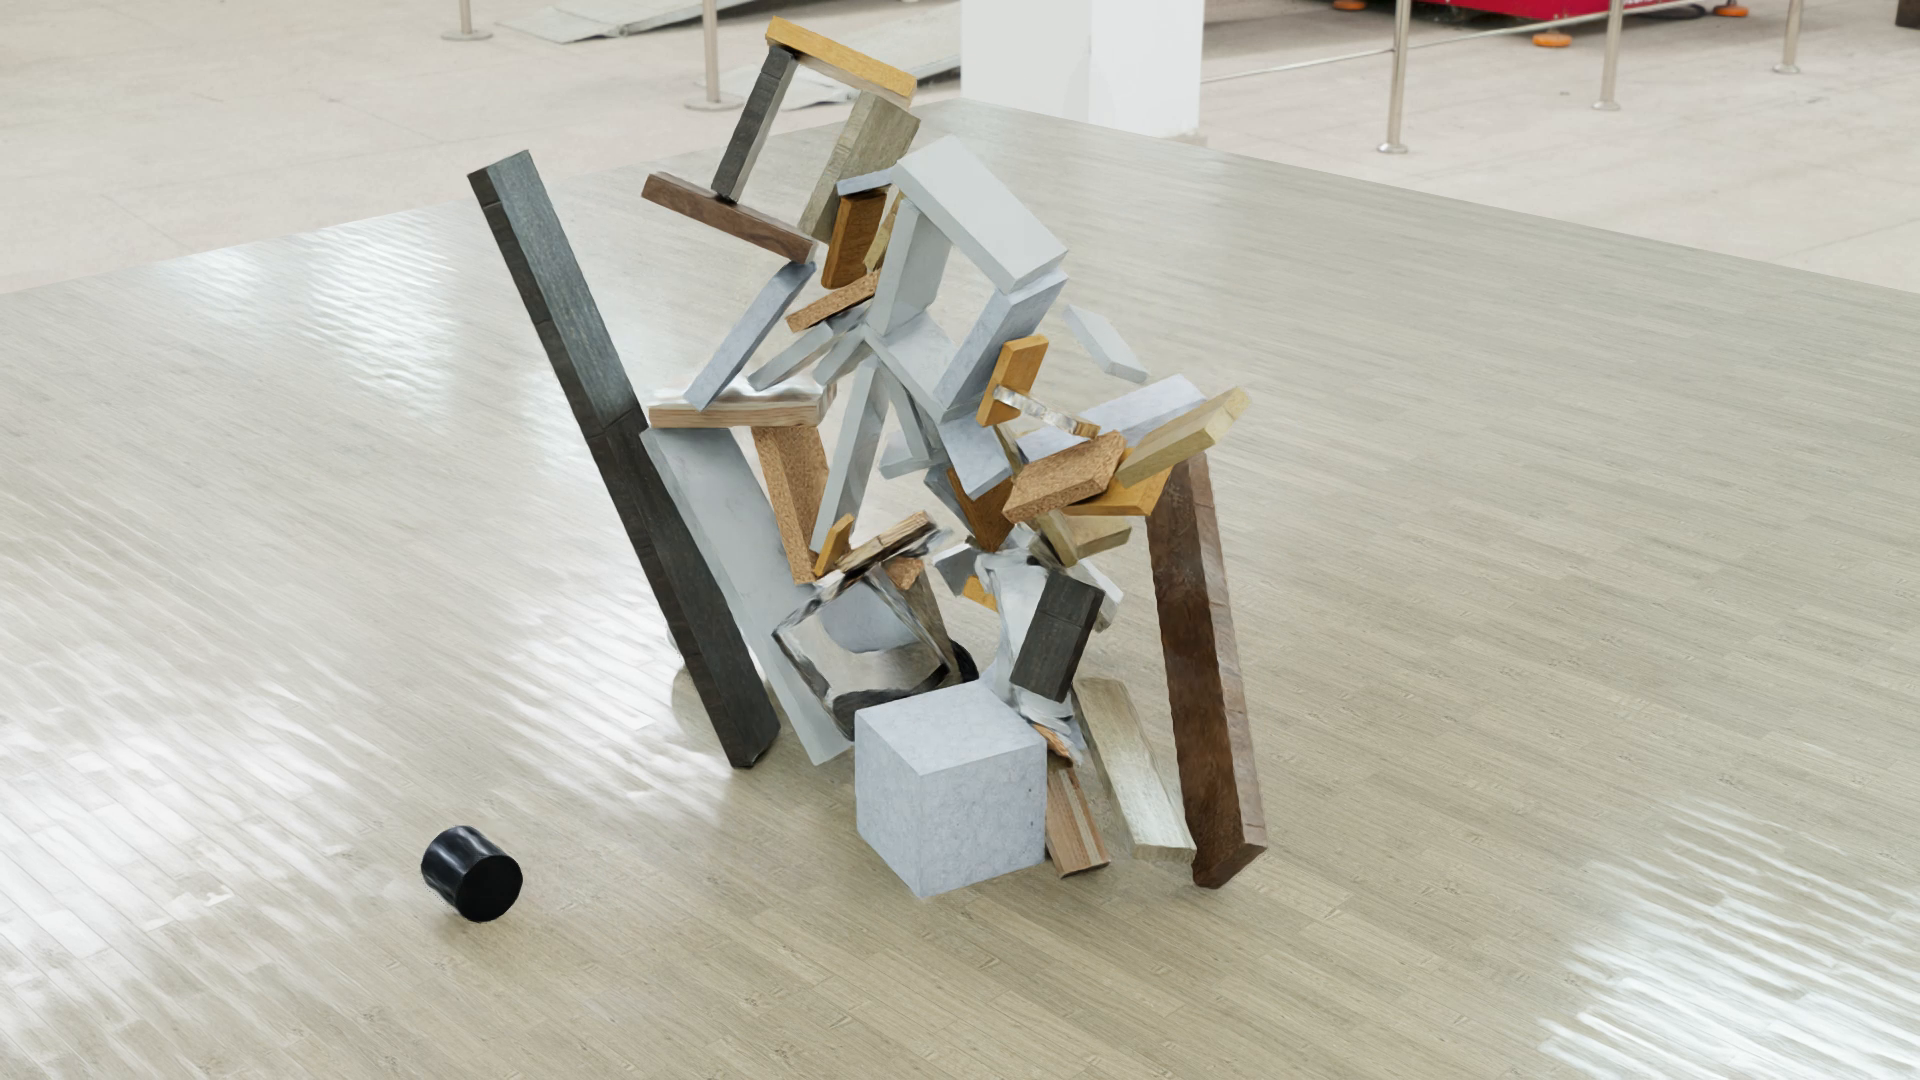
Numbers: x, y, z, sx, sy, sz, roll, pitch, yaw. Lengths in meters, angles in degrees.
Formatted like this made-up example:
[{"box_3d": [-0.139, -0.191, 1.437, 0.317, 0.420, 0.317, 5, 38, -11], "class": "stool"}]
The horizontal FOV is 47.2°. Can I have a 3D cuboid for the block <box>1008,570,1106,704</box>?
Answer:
[{"box_3d": [0.189, 0.188, 4.284, 0.117, 0.234, 0.033, 21, 1, 38], "class": "block"}]

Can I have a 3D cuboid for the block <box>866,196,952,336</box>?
[{"box_3d": [-0.078, -0.530, 4.069, 0.043, 0.306, 0.153, 38, 50, 16], "class": "block"}]

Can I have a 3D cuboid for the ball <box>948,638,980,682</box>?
[{"box_3d": [-0.061, 0.310, 4.755, 0.206, 0.206, 0.206, 0, 23, 0], "class": "ball"}]

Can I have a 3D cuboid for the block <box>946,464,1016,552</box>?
[{"box_3d": [0.054, -0.097, 4.493, 0.034, 0.239, 0.120, 18, 59, 35], "class": "block"}]

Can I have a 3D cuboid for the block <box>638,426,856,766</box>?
[{"box_3d": [-0.407, 0.086, 4.567, 0.176, 0.773, 0.050, -28, 0, -40], "class": "block"}]

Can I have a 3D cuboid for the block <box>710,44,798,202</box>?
[{"box_3d": [-0.396, -0.799, 4.237, 0.042, 0.294, 0.147, 24, 4, -2], "class": "block"}]

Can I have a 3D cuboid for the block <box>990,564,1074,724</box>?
[{"box_3d": [0.144, 0.207, 4.392, 0.101, 0.324, 0.029, -4, -22, -20], "class": "block"}]

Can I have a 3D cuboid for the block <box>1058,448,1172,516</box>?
[{"box_3d": [0.278, -0.106, 3.967, 0.035, 0.122, 0.244, 35, -18, -30], "class": "block"}]

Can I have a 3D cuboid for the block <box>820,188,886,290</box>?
[{"box_3d": [-0.205, -0.578, 4.233, 0.027, 0.192, 0.096, 38, 39, 28], "class": "block"}]

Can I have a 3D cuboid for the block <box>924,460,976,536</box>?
[{"box_3d": [0.022, -0.102, 4.560, 0.034, 0.239, 0.120, -1, 56, 39], "class": "block"}]

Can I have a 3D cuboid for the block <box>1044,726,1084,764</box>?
[{"box_3d": [0.197, 0.389, 4.194, 0.014, 0.050, 0.099, -41, 33, -10], "class": "block"}]

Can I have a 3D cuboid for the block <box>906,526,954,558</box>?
[{"box_3d": [-0.062, 0.007, 4.555, 0.066, 0.019, 0.131, -41, 6, -20], "class": "block"}]

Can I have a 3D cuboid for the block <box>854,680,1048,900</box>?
[{"box_3d": [-0.020, 0.479, 4.267, 0.273, 0.273, 0.273, -12, 28, -26], "class": "block"}]

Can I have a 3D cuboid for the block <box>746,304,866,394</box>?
[{"box_3d": [-0.302, -0.380, 4.386, 0.254, 0.036, 0.127, -31, 0, 39], "class": "block"}]

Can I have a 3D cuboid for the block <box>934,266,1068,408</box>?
[{"box_3d": [0.072, -0.373, 4.012, 0.153, 0.306, 0.043, -30, 73, -39], "class": "block"}]

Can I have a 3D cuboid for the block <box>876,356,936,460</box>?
[{"box_3d": [-0.089, -0.297, 4.325, 0.037, 0.258, 0.129, 2, 44, 25], "class": "block"}]

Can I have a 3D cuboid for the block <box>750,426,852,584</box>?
[{"box_3d": [-0.329, -0.100, 4.593, 0.050, 0.352, 0.176, -11, 9, 27], "class": "block"}]

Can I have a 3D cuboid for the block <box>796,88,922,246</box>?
[{"box_3d": [-0.194, -0.704, 4.232, 0.042, 0.294, 0.147, 31, 8, 35], "class": "block"}]

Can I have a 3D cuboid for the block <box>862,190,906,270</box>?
[{"box_3d": [-0.108, -0.600, 4.165, 0.027, 0.192, 0.096, 44, 38, 16], "class": "block"}]

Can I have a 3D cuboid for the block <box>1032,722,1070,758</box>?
[{"box_3d": [0.172, 0.380, 4.179, 0.014, 0.050, 0.099, -40, 18, -9], "class": "block"}]

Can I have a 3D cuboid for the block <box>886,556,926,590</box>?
[{"box_3d": [-0.119, 0.068, 4.536, 0.066, 0.019, 0.131, -55, 19, -10], "class": "block"}]

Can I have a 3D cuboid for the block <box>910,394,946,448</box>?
[{"box_3d": [-0.054, -0.283, 4.316, 0.027, 0.191, 0.095, 3, 46, 26], "class": "block"}]

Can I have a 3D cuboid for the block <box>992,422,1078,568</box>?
[{"box_3d": [0.130, -0.130, 4.419, 0.027, 0.436, 0.095, -24, 33, 13], "class": "block"}]

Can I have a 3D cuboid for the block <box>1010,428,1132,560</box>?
[{"box_3d": [0.201, -0.101, 4.883, 0.178, 0.050, 0.356, -18, 51, -33], "class": "block"}]

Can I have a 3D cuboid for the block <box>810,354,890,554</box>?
[{"box_3d": [-0.212, -0.180, 4.473, 0.037, 0.435, 0.129, 26, 30, 15], "class": "block"}]

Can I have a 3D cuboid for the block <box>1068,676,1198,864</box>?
[{"box_3d": [0.318, 0.427, 4.184, 0.117, 0.033, 0.579, 7, 26, -14], "class": "block"}]

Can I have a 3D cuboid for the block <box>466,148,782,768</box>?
[{"box_3d": [-0.674, -0.153, 4.524, 0.047, 1.330, 0.167, -15, 16, 25], "class": "block"}]

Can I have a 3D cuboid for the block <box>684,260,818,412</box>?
[{"box_3d": [-0.416, -0.415, 4.374, 0.047, 0.335, 0.167, 40, 32, -3], "class": "block"}]

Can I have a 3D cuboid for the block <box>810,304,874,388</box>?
[{"box_3d": [-0.183, -0.407, 4.350, 0.036, 0.254, 0.127, 51, 40, 6], "class": "block"}]

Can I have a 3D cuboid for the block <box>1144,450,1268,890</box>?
[{"box_3d": [0.480, 0.223, 4.405, 0.050, 0.178, 0.969, 14, 50, -23], "class": "block"}]

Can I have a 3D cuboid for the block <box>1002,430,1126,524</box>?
[{"box_3d": [0.188, -0.114, 4.006, 0.244, 0.035, 0.122, -20, 34, 47], "class": "block"}]

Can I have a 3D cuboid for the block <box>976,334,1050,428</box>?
[{"box_3d": [0.096, -0.293, 4.041, 0.091, 0.182, 0.026, -18, 53, -38], "class": "block"}]

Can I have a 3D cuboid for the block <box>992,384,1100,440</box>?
[{"box_3d": [0.156, -0.232, 3.973, 0.182, 0.026, 0.091, 27, 11, 28], "class": "block"}]
